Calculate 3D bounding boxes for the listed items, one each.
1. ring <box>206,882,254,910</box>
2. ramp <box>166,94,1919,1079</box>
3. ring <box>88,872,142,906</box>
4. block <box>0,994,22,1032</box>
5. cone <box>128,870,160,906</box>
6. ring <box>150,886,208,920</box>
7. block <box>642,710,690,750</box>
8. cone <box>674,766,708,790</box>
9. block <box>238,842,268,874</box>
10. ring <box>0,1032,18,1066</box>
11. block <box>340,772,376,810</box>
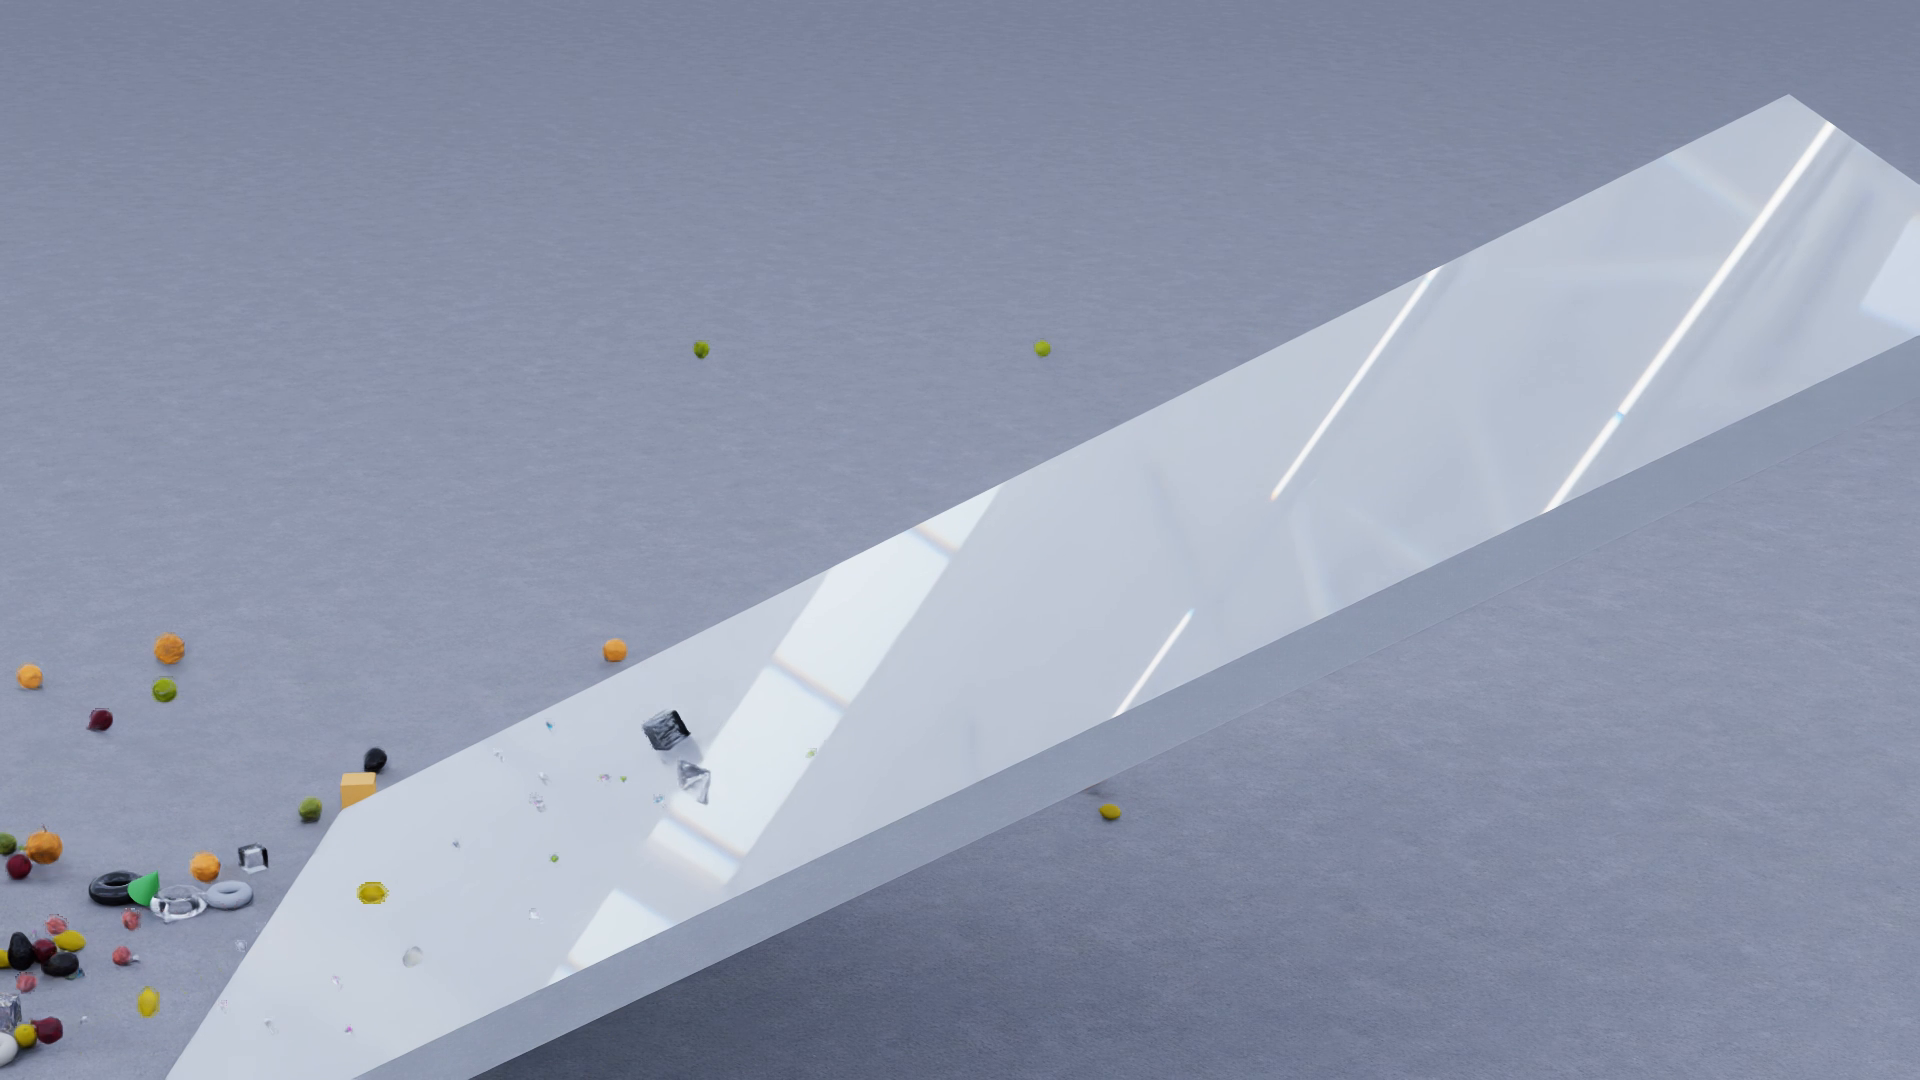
[{"bbox_3d":[-1.801,0.875,7.248,0.116,0.039,0.116,1,18,0],"label":"ring"},{"bbox_3d":[0.141,0.167,6.281,4.000,0.100,2.000,-26,14,11],"label":"ramp"},{"bbox_3d":[-2.083,0.861,7.278,0.143,0.048,0.143,1,17,0],"label":"ring"},{"bbox_3d":[-2.152,1.061,6.603,0.065,0.065,0.065,0,17,2],"label":"block"},{"bbox_3d":[-1.988,0.839,7.228,0.085,0.085,0.085,27,30,-17],"label":"cone"},{"bbox_3d":[-1.912,0.887,7.201,0.137,0.046,0.137,1,18,0],"label":"ring"},{"bbox_3d":[-0.659,0.425,6.582,0.066,0.066,0.066,-36,16,-27],"label":"block"},{"bbox_3d":[-0.559,0.493,6.222,0.067,0.067,0.067,-28,26,-17],"label":"cone"},{"bbox_3d":[-1.789,0.805,7.448,0.053,0.053,0.053,-14,22,-37],"label":"block"},{"bbox_3d":[-2.133,1.121,6.450,0.128,0.043,0.128,-1,18,0],"label":"ring"},{"bbox_3d":[-1.597,0.674,7.816,0.085,0.085,0.085,-2,17,-7],"label":"block"}]
